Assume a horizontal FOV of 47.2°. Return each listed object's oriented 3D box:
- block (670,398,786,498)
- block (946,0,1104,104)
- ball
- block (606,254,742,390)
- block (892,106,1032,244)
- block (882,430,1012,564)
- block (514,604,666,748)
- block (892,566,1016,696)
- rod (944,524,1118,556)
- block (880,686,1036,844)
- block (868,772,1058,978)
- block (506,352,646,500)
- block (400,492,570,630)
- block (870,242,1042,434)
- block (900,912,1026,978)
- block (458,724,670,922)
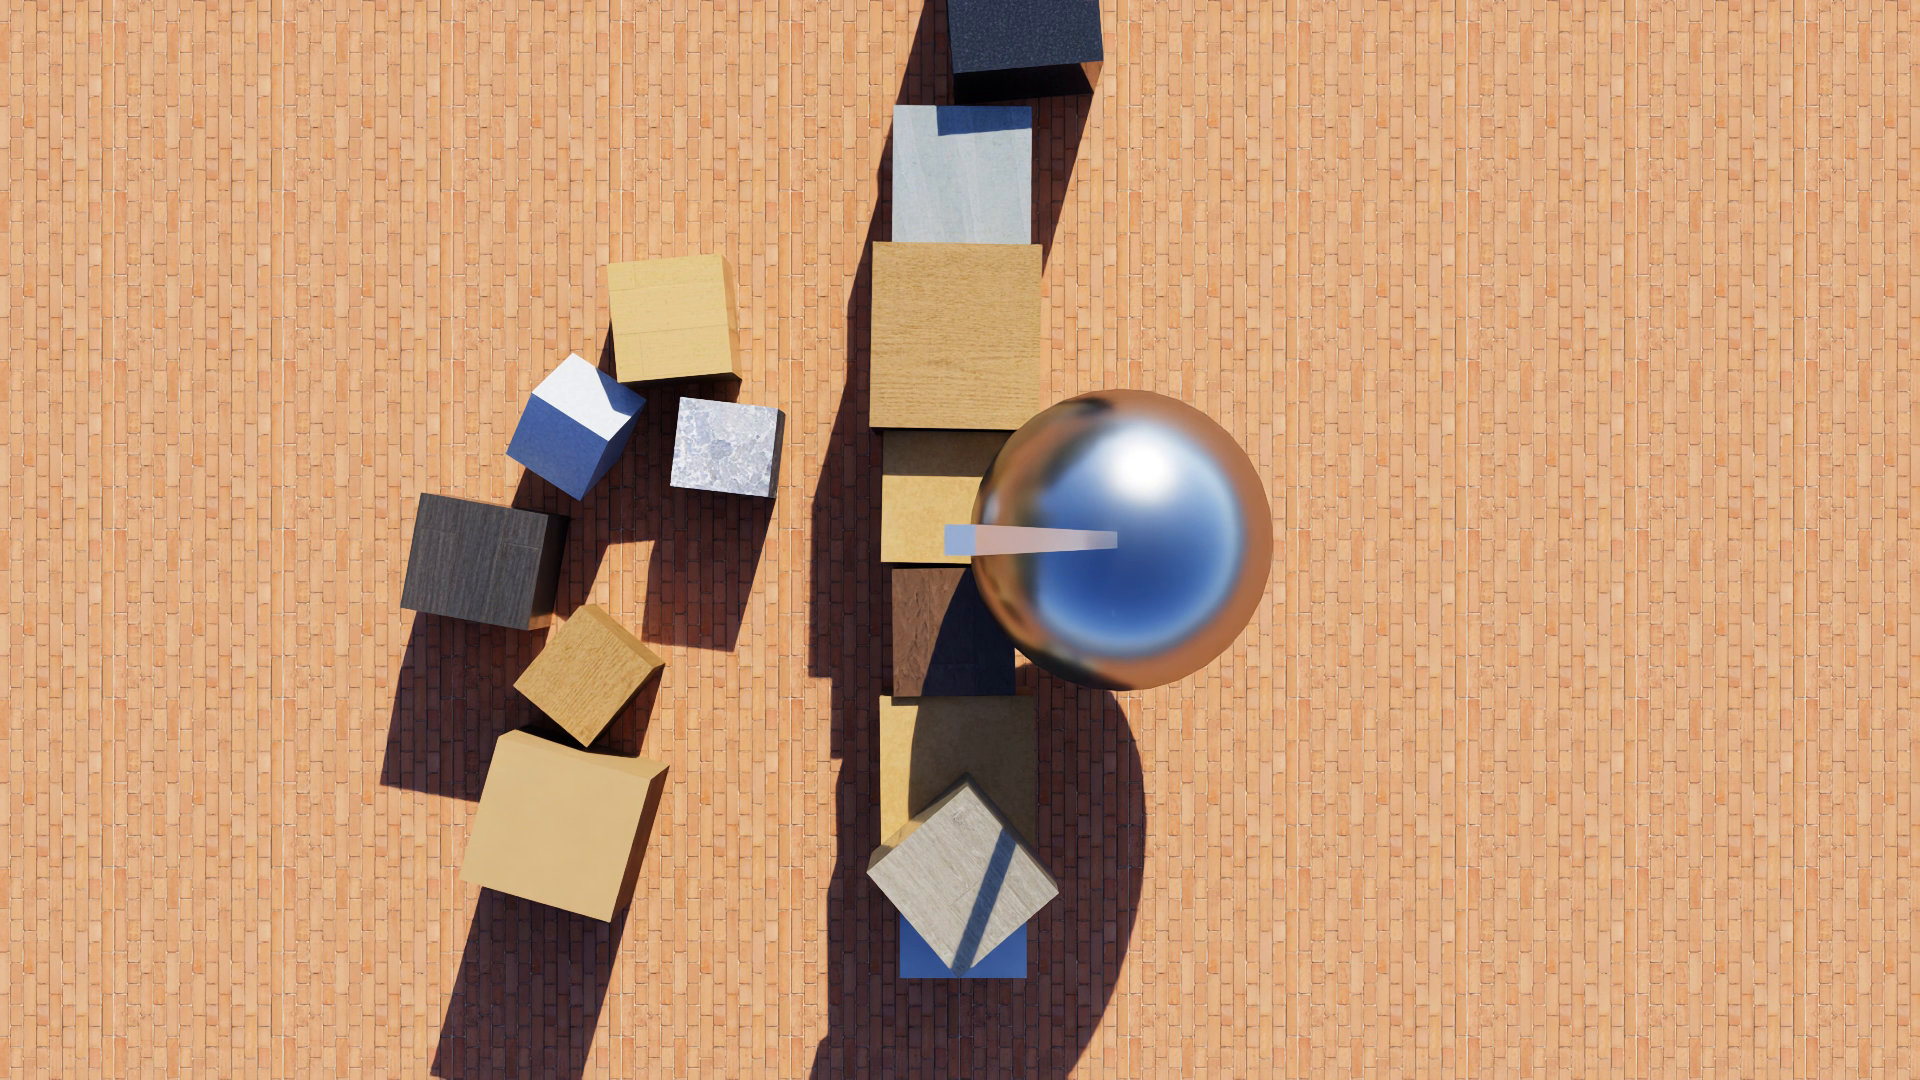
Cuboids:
[{"bbox_3d":[-1.332,-0.525,12.707,0.554,0.586,0.504,6,90,0],"label":"block"},{"bbox_3d":[0.339,-3.082,12.561,0.832,0.879,0.952,-5,90,0],"label":"block"},{"bbox_3d":[0.846,0.000,11.596,1.600,1.600,1.600,0,90,0],"label":"ball"},{"bbox_3d":[-1.639,-1.253,12.701,0.649,0.599,0.672,-5,90,0],"label":"block"},{"bbox_3d":[0.011,-2.034,12.661,0.776,0.678,0.798,0,90,0],"label":"block"},{"bbox_3d":[-0.028,-0.238,12.621,0.809,0.759,0.732,1,90,0],"label":"block"},{"bbox_3d":[-2.139,0.775,12.741,0.547,0.518,0.590,40,90,0],"label":"block"},{"bbox_3d":[-0.035,0.509,12.585,0.675,0.830,0.706,-1,90,0],"label":"block"},{"bbox_3d":[0.366,0.000,8.230,0.080,5.200,0.080,0,90,8],"label":"rod"},{"bbox_3d":[-0.014,1.281,12.604,0.856,0.793,0.831,-1,90,0],"label":"block"},{"bbox_3d":[0.015,1.793,11.871,0.695,0.675,0.739,-41,91,0],"label":"block"},{"bbox_3d":[-2.207,-0.651,12.653,0.508,0.493,0.498,32,128,0],"label":"block"},{"bbox_3d":[-2.720,0.120,12.655,0.727,0.690,0.658,10,90,0],"label":"block"},{"bbox_3d":[-0.023,-1.122,12.536,0.929,0.927,1.017,1,90,0],"label":"block"},{"bbox_3d":[0.018,2.067,12.607,0.705,0.785,0.731,0,90,0],"label":"block"},{"bbox_3d":[-2.246,1.602,12.585,0.874,0.831,0.820,16,90,0],"label":"block"}]
